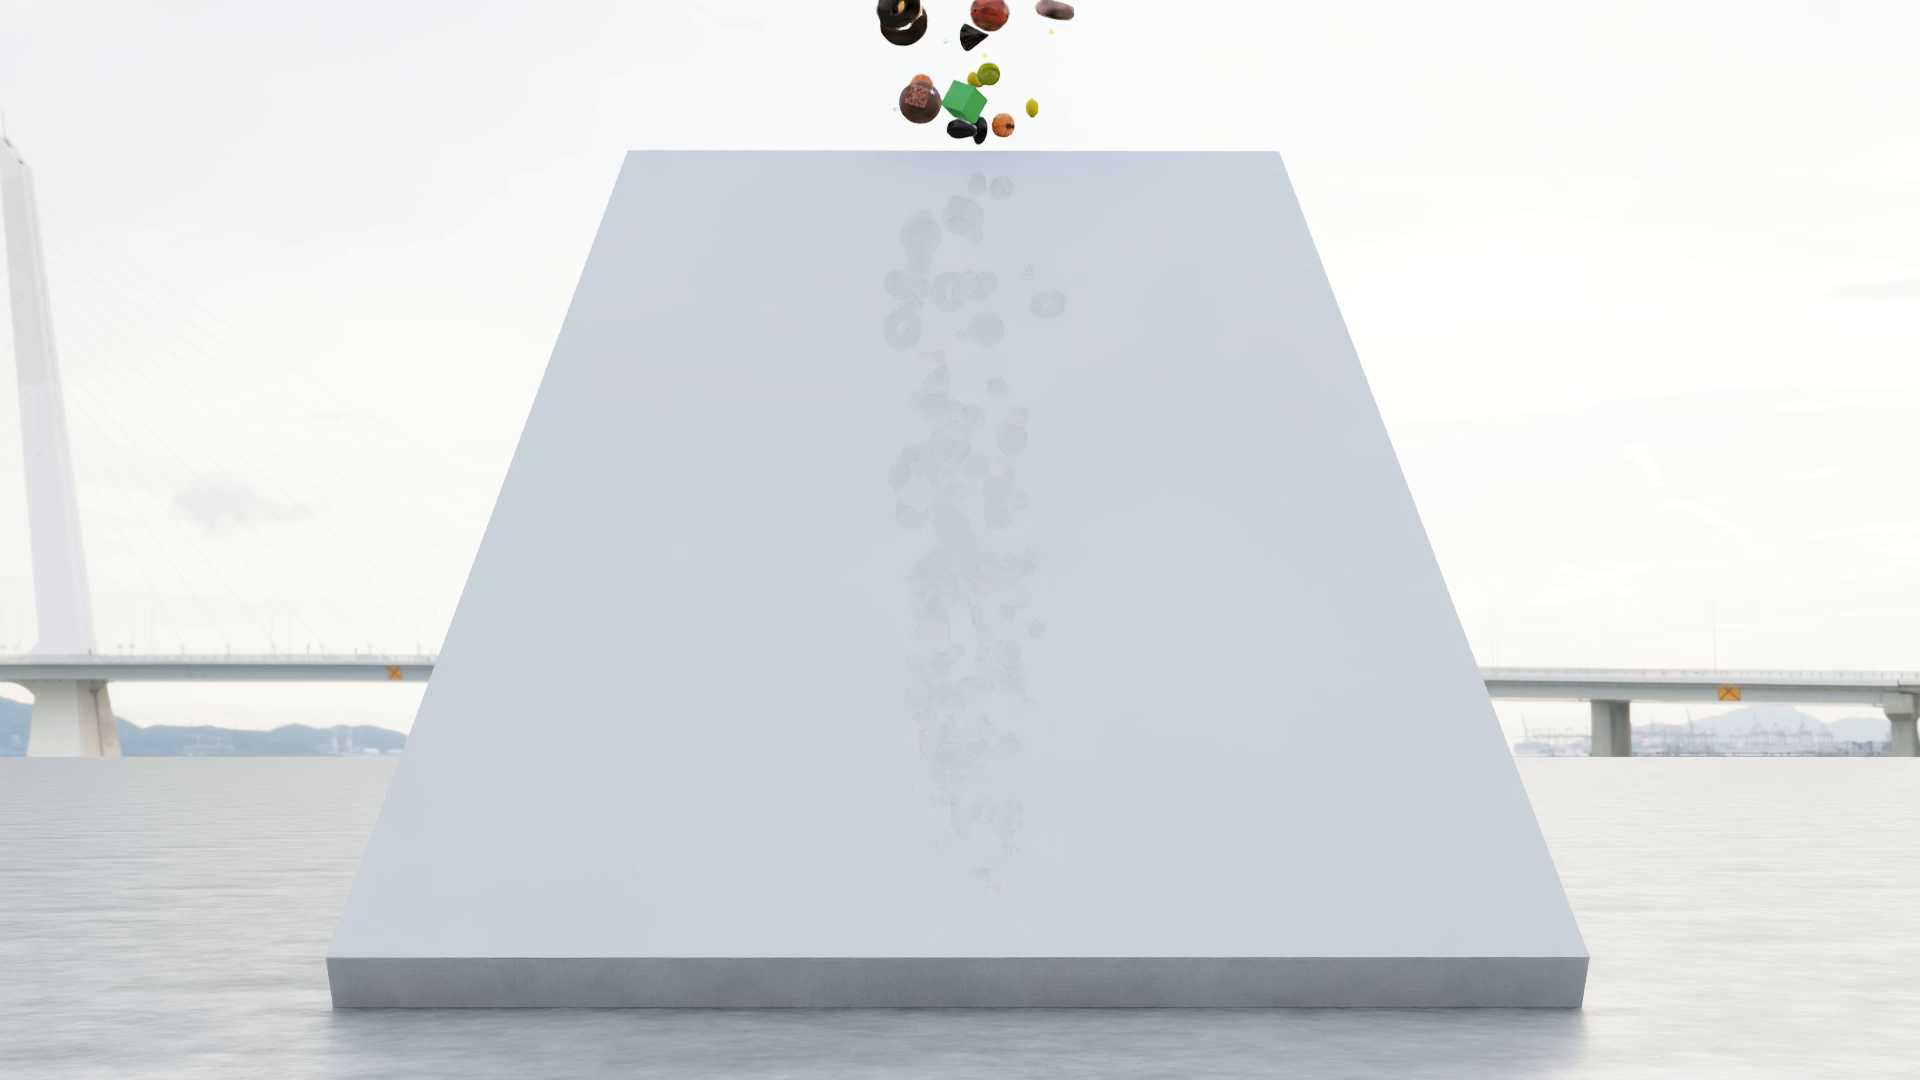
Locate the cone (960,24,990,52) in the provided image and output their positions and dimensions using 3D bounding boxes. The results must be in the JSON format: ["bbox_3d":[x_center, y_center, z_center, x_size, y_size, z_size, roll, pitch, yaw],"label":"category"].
[{"bbox_3d":[0.055,-1.500,7.087,0.083,0.083,0.083,2,-3,34],"label":"cone"}]

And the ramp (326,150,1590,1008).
[{"bbox_3d":[-0.011,-0.224,5.560,2.000,0.100,4.000,0,28,0],"label":"ramp"}]

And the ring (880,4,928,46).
[{"bbox_3d":[-0.168,-1.550,7.131,0.148,0.148,0.049,-1,-10,9],"label":"ring"}]

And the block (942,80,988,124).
[{"bbox_3d":[0.014,-1.328,7.218,0.087,0.087,0.087,25,-5,34],"label":"block"}]

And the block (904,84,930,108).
[{"bbox_3d":[-0.125,-1.310,7.022,0.054,0.054,0.054,20,16,7],"label":"block"}]

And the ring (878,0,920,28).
[{"bbox_3d":[-0.179,-1.554,6.943,0.135,0.135,0.045,3,37,-34],"label":"ring"}]

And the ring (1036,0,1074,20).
[{"bbox_3d":[0.282,-1.573,7.069,0.122,0.041,0.122,12,3,-1],"label":"ring"}]
